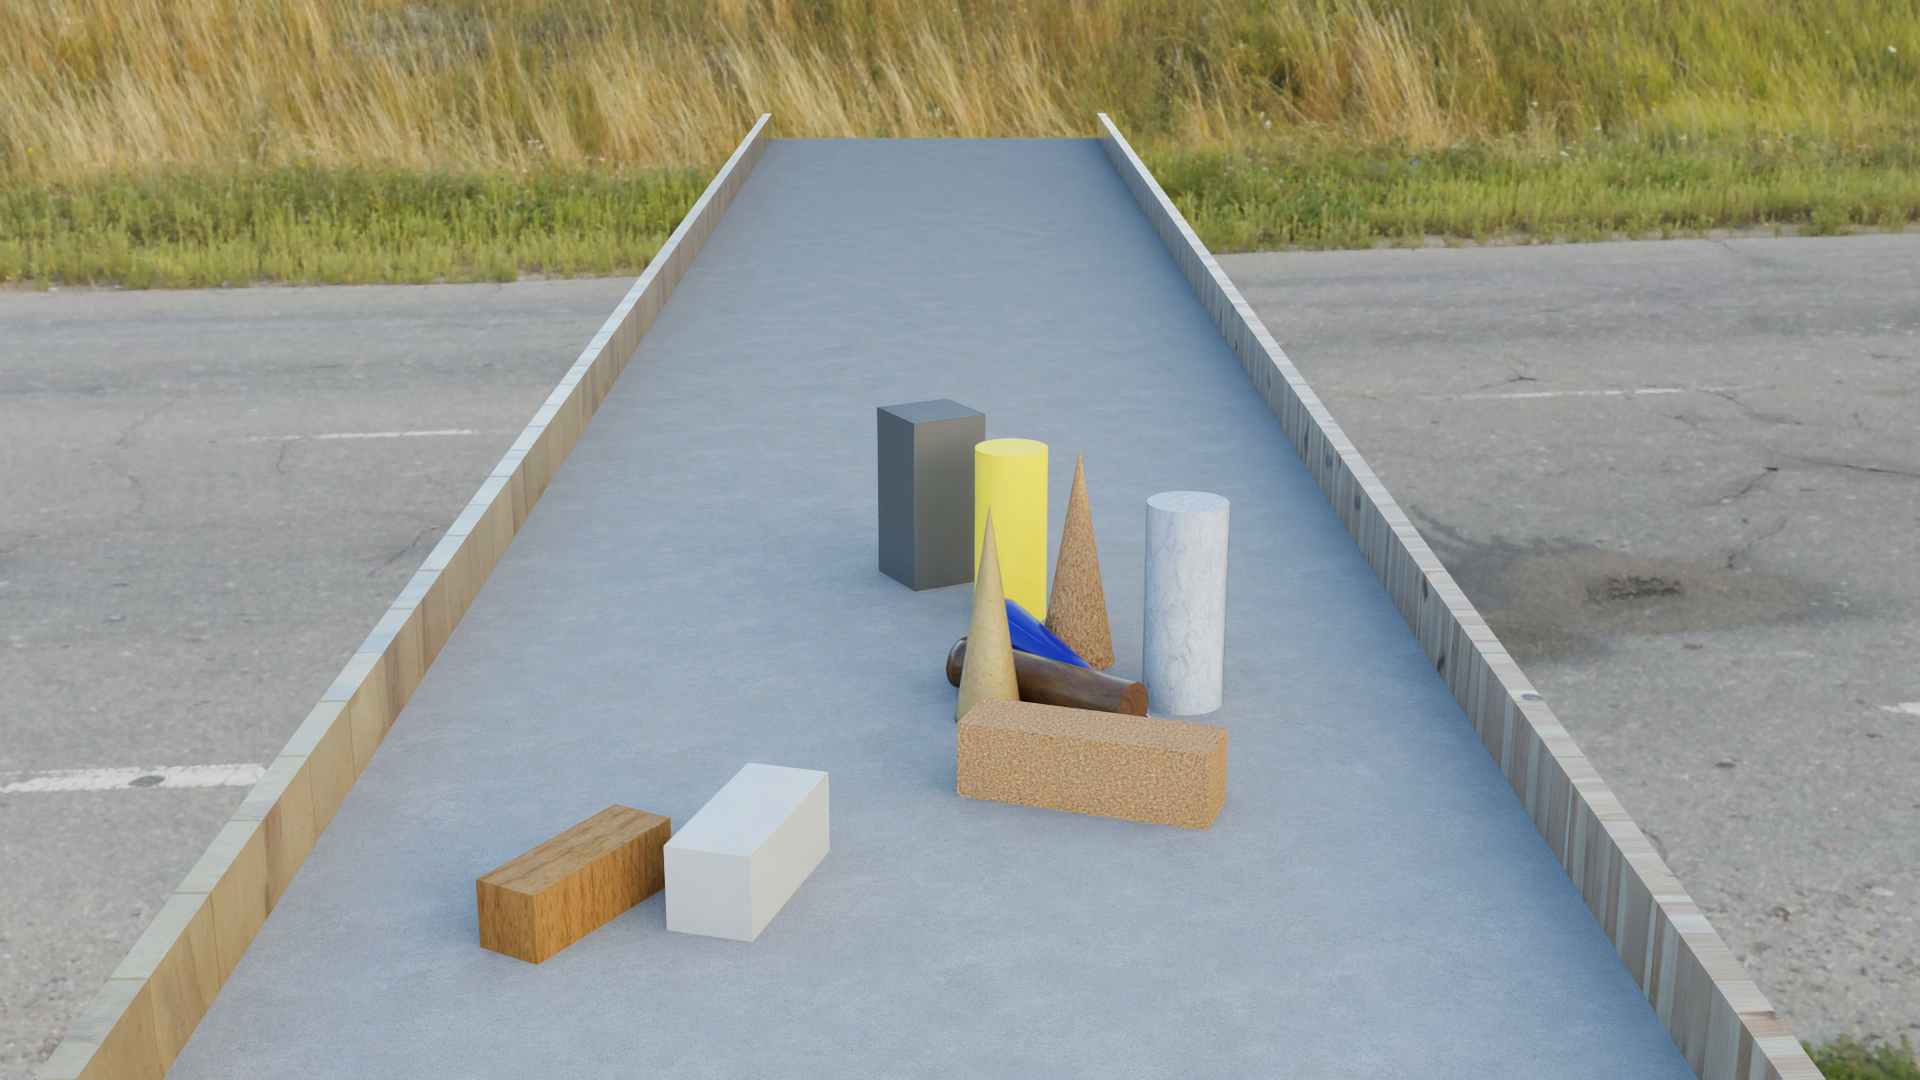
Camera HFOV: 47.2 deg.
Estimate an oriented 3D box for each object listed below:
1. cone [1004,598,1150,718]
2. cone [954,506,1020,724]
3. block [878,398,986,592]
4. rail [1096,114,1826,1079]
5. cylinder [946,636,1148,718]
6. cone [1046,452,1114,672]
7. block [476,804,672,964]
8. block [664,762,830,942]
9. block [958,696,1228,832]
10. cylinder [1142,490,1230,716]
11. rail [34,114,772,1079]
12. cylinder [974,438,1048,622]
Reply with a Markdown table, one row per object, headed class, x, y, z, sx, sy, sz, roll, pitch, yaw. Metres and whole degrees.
| class | x | y | z | sx | sy | sz | roll | pitch | yaw |
| --- | --- | --- | --- | --- | --- | --- | --- | --- | --- |
| cone | 0.222 | 0.259 | 4.240 | 0.132 | 0.132 | 0.455 | -14 | 30 | -38 |
| cone | 0.054 | 0.134 | 4.038 | 0.129 | 0.421 | 0.129 | 0 | 17 | 0 |
| block | -0.064 | -0.103 | 4.905 | 0.177 | 0.380 | 0.177 | -9 | 19 | -27 |
| rail | 0.932 | -0.844 | 7.801 | 0.050 | 0.150 | 12.000 | 0 | 17 | -1 |
| cylinder | 0.160 | 0.272 | 4.134 | 0.401 | 0.101 | 0.101 | 13 | 21 | 37 |
| cone | 0.234 | 0.031 | 4.352 | 0.153 | 0.440 | 0.153 | 0 | 17 | 0 |
| block | -0.575 | 0.513 | 3.310 | 0.109 | 0.109 | 0.318 | 10 | 19 | 29 |
| block | -0.323 | 0.475 | 3.389 | 0.136 | 0.136 | 0.335 | 5 | 17 | 16 |
| block | 0.223 | 0.376 | 3.728 | 0.437 | 0.133 | 0.133 | 6 | 18 | 19 |
| cylinder | 0.424 | 0.118 | 4.140 | 0.154 | 0.394 | 0.154 | 0 | 17 | 0 |
| rail | -1.118 | -0.838 | 7.780 | 0.050 | 0.150 | 12.000 | 0 | 17 | -1 |
| cylinder | 0.107 | -0.017 | 4.636 | 0.153 | 0.368 | 0.153 | 0 | 17 | 0 |
